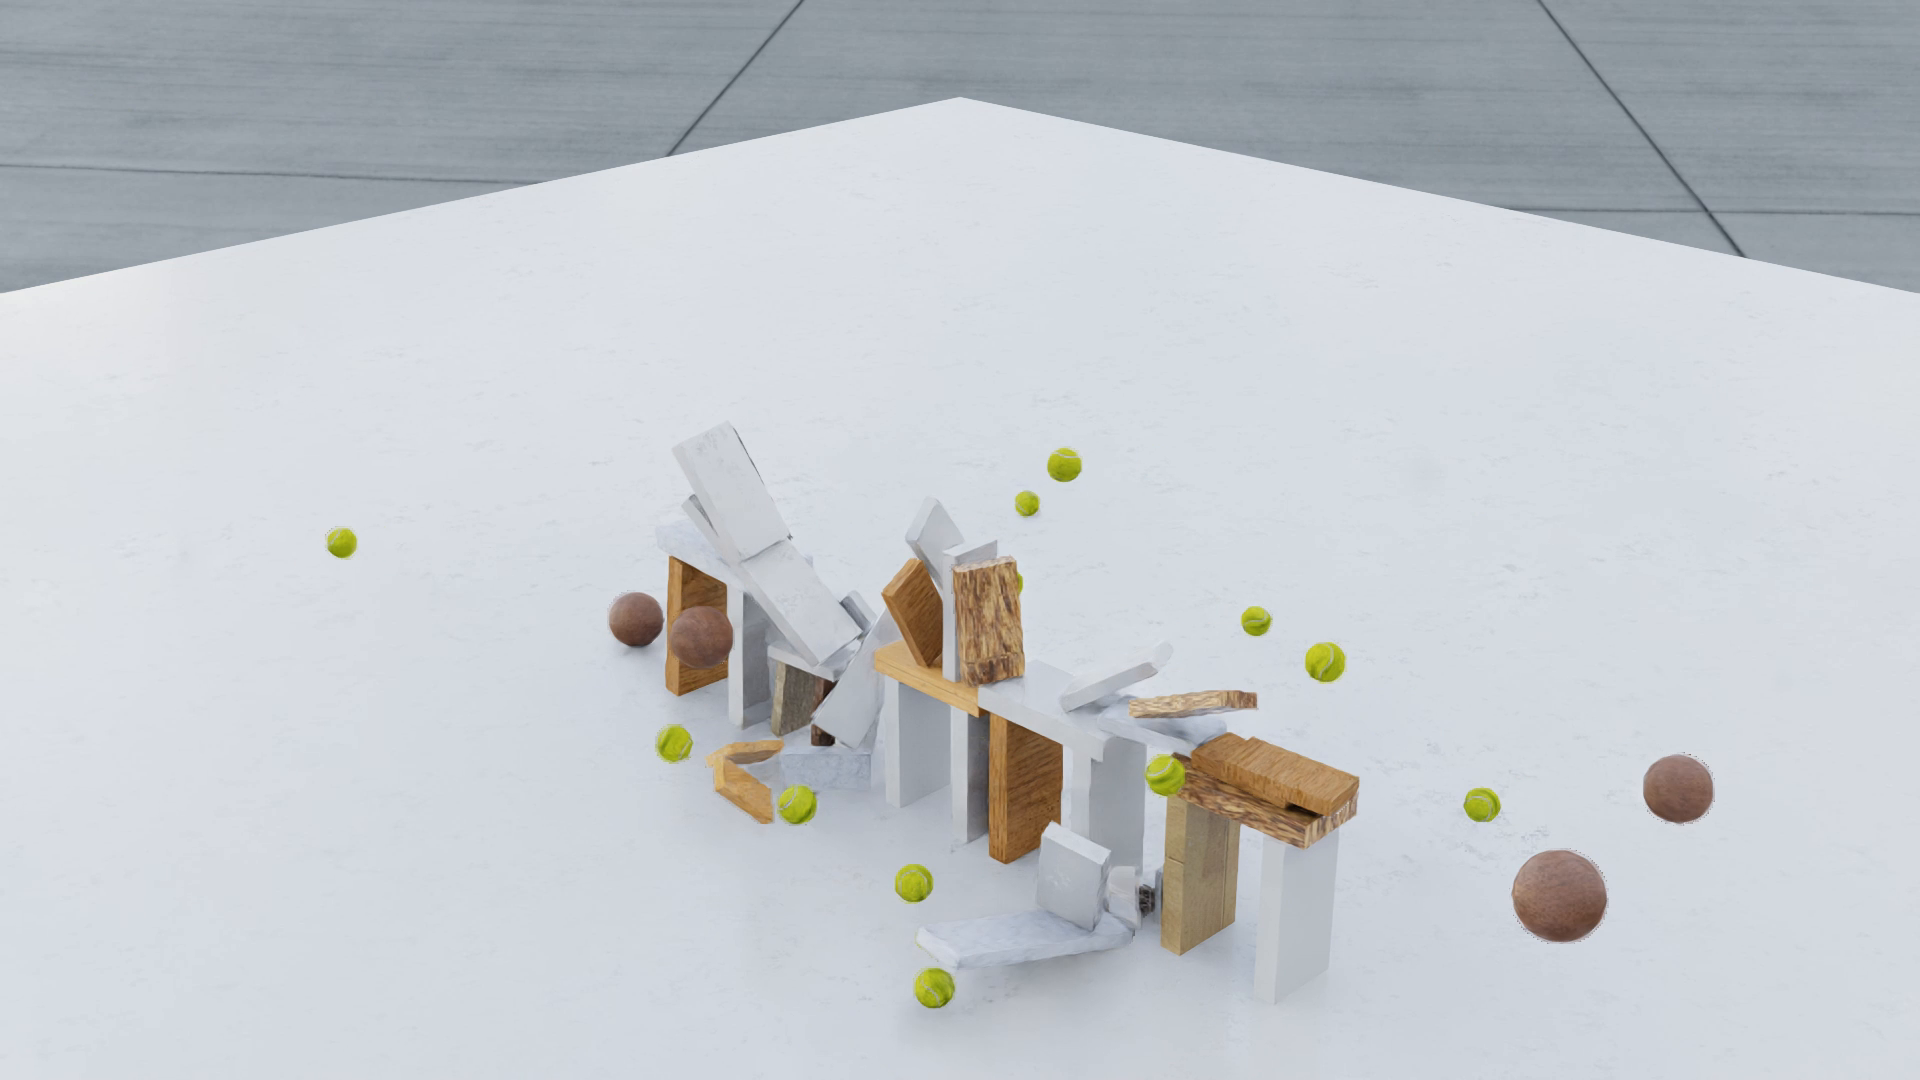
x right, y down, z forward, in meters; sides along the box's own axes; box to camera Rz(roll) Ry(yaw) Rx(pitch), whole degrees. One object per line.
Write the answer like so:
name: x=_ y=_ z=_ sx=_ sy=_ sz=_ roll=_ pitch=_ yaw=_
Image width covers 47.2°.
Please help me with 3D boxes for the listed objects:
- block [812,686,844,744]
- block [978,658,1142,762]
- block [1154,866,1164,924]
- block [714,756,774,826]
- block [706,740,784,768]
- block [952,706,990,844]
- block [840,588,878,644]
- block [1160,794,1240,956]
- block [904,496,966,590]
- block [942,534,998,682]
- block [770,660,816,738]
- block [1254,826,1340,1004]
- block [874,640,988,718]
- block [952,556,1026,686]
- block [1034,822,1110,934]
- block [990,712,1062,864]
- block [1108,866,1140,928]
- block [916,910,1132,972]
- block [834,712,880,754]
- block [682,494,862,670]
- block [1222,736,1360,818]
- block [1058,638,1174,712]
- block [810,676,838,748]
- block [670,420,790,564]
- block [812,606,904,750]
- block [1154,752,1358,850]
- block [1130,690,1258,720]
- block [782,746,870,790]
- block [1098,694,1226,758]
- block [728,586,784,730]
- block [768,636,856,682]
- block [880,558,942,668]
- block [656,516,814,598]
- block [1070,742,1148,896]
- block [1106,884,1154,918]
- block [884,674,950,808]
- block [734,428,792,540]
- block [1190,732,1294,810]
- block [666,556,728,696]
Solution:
block: x=-0.215 y=0.322 z=4.529 sx=0.182 sy=0.091 sz=0.026 roll=-51 pitch=5 yaw=-20
block: x=0.203 y=0.318 z=4.137 sx=0.319 sy=0.045 sz=0.159 roll=21 pitch=31 yaw=41
block: x=0.385 y=0.653 z=4.080 sx=0.016 sy=0.112 sz=0.056 roll=21 pitch=31 yaw=40
block: x=-0.431 y=0.499 z=4.384 sx=0.022 sy=0.155 sz=0.077 roll=-29 pitch=44 yaw=20
block: x=-0.446 y=0.443 z=4.573 sx=0.077 sy=0.022 sz=0.155 roll=-31 pitch=-20 yaw=35
block: x=0.052 y=0.441 z=4.350 sx=0.041 sy=0.291 sz=0.145 roll=21 pitch=31 yaw=41
block: x=-0.193 y=0.190 z=4.642 sx=0.022 sy=0.077 sz=0.165 roll=-33 pitch=80 yaw=-38
block: x=0.439 y=0.578 z=3.988 sx=0.045 sy=0.320 sz=0.160 roll=21 pitch=31 yaw=41
block: x=-0.041 y=0.011 z=4.410 sx=0.029 sy=0.202 sz=0.101 roll=14 pitch=65 yaw=31
block: x=0.020 y=0.133 z=4.255 sx=0.033 sy=0.267 sz=0.117 roll=21 pitch=31 yaw=41
block: x=-0.356 y=0.327 z=4.744 sx=0.095 sy=0.191 sz=0.027 roll=-21 pitch=41 yaw=-41
block: x=0.590 y=0.637 z=3.849 sx=0.160 sy=0.320 sz=0.045 roll=-21 pitch=31 yaw=-41
block: x=-0.017 y=0.261 z=4.348 sx=0.291 sy=0.041 sz=0.145 roll=21 pitch=31 yaw=41
block: x=0.055 y=0.154 z=4.162 sx=0.117 sy=0.235 sz=0.033 roll=-12 pitch=22 yaw=-16
block: x=0.198 y=0.597 z=3.881 sx=0.117 sy=0.235 sz=0.033 roll=25 pitch=54 yaw=18
block: x=0.129 y=0.456 z=4.277 sx=0.045 sy=0.319 sz=0.159 roll=21 pitch=31 yaw=41
block: x=0.303 y=0.658 z=4.057 sx=0.056 sy=0.112 sz=0.016 roll=-3 pitch=-4 yaw=31
block: x=0.120 y=0.700 z=3.888 sx=0.446 sy=0.029 sz=0.104 roll=2 pitch=21 yaw=-45
block: x=-0.214 y=0.384 z=4.622 sx=0.091 sy=0.182 sz=0.026 roll=-17 pitch=43 yaw=-35
block: x=-0.393 y=0.061 z=4.605 sx=0.440 sy=0.039 sz=0.136 roll=51 pitch=49 yaw=5
block: x=0.564 y=0.403 z=3.757 sx=0.208 sy=0.029 sz=0.104 roll=20 pitch=30 yaw=31
block: x=0.288 y=0.250 z=4.064 sx=0.208 sy=0.029 sz=0.104 roll=-26 pitch=9 yaw=31
block: x=-0.267 y=0.358 z=4.669 sx=0.095 sy=0.191 sz=0.027 roll=-21 pitch=38 yaw=-40
block: x=-0.475 y=-0.100 z=4.566 sx=0.136 sy=0.273 sz=0.039 roll=-30 pitch=2 yaw=-40
block: x=-0.171 y=0.262 z=4.489 sx=0.101 sy=0.326 sz=0.029 roll=33 pitch=-8 yaw=-6
block: x=0.516 y=0.437 z=3.853 sx=0.320 sy=0.045 sz=0.160 roll=20 pitch=30 yaw=38
block: x=0.410 y=0.290 z=3.873 sx=0.104 sy=0.029 sz=0.208 roll=8 pitch=-13 yaw=-42
block: x=-0.274 y=0.471 z=4.527 sx=0.182 sy=0.091 sz=0.026 roll=0 pitch=30 yaw=-2
block: x=0.366 y=0.337 z=3.993 sx=0.208 sy=0.029 sz=0.104 roll=15 pitch=27 yaw=32
block: x=-0.424 y=0.230 z=4.784 sx=0.169 sy=0.338 sz=0.048 roll=-21 pitch=34 yaw=-41
block: x=-0.306 y=0.245 z=4.656 sx=0.191 sy=0.027 sz=0.095 roll=18 pitch=29 yaw=36
block: x=-0.078 y=0.142 z=4.285 sx=0.029 sy=0.202 sz=0.101 roll=14 pitch=52 yaw=40
block: x=-0.490 y=0.024 z=4.769 sx=0.169 sy=0.048 sz=0.338 roll=-20 pitch=31 yaw=-39
block: x=0.279 y=0.515 z=4.139 sx=0.159 sy=0.319 sz=0.045 roll=-21 pitch=31 yaw=-41
block: x=0.333 y=0.683 z=4.126 sx=0.056 sy=0.016 sz=0.112 roll=21 pitch=28 yaw=40
block: x=-0.085 y=0.387 z=4.476 sx=0.041 sy=0.291 sz=0.145 roll=21 pitch=31 yaw=41
block: x=-0.481 y=-0.095 z=4.703 sx=0.136 sy=0.273 sz=0.039 roll=-21 pitch=-12 yaw=-40
block: x=0.517 y=0.401 z=3.836 sx=0.208 sy=0.029 sz=0.104 roll=23 pitch=32 yaw=40
block: x=-0.573 y=0.171 z=4.921 sx=0.169 sy=0.338 sz=0.048 roll=-20 pitch=37 yaw=-39
